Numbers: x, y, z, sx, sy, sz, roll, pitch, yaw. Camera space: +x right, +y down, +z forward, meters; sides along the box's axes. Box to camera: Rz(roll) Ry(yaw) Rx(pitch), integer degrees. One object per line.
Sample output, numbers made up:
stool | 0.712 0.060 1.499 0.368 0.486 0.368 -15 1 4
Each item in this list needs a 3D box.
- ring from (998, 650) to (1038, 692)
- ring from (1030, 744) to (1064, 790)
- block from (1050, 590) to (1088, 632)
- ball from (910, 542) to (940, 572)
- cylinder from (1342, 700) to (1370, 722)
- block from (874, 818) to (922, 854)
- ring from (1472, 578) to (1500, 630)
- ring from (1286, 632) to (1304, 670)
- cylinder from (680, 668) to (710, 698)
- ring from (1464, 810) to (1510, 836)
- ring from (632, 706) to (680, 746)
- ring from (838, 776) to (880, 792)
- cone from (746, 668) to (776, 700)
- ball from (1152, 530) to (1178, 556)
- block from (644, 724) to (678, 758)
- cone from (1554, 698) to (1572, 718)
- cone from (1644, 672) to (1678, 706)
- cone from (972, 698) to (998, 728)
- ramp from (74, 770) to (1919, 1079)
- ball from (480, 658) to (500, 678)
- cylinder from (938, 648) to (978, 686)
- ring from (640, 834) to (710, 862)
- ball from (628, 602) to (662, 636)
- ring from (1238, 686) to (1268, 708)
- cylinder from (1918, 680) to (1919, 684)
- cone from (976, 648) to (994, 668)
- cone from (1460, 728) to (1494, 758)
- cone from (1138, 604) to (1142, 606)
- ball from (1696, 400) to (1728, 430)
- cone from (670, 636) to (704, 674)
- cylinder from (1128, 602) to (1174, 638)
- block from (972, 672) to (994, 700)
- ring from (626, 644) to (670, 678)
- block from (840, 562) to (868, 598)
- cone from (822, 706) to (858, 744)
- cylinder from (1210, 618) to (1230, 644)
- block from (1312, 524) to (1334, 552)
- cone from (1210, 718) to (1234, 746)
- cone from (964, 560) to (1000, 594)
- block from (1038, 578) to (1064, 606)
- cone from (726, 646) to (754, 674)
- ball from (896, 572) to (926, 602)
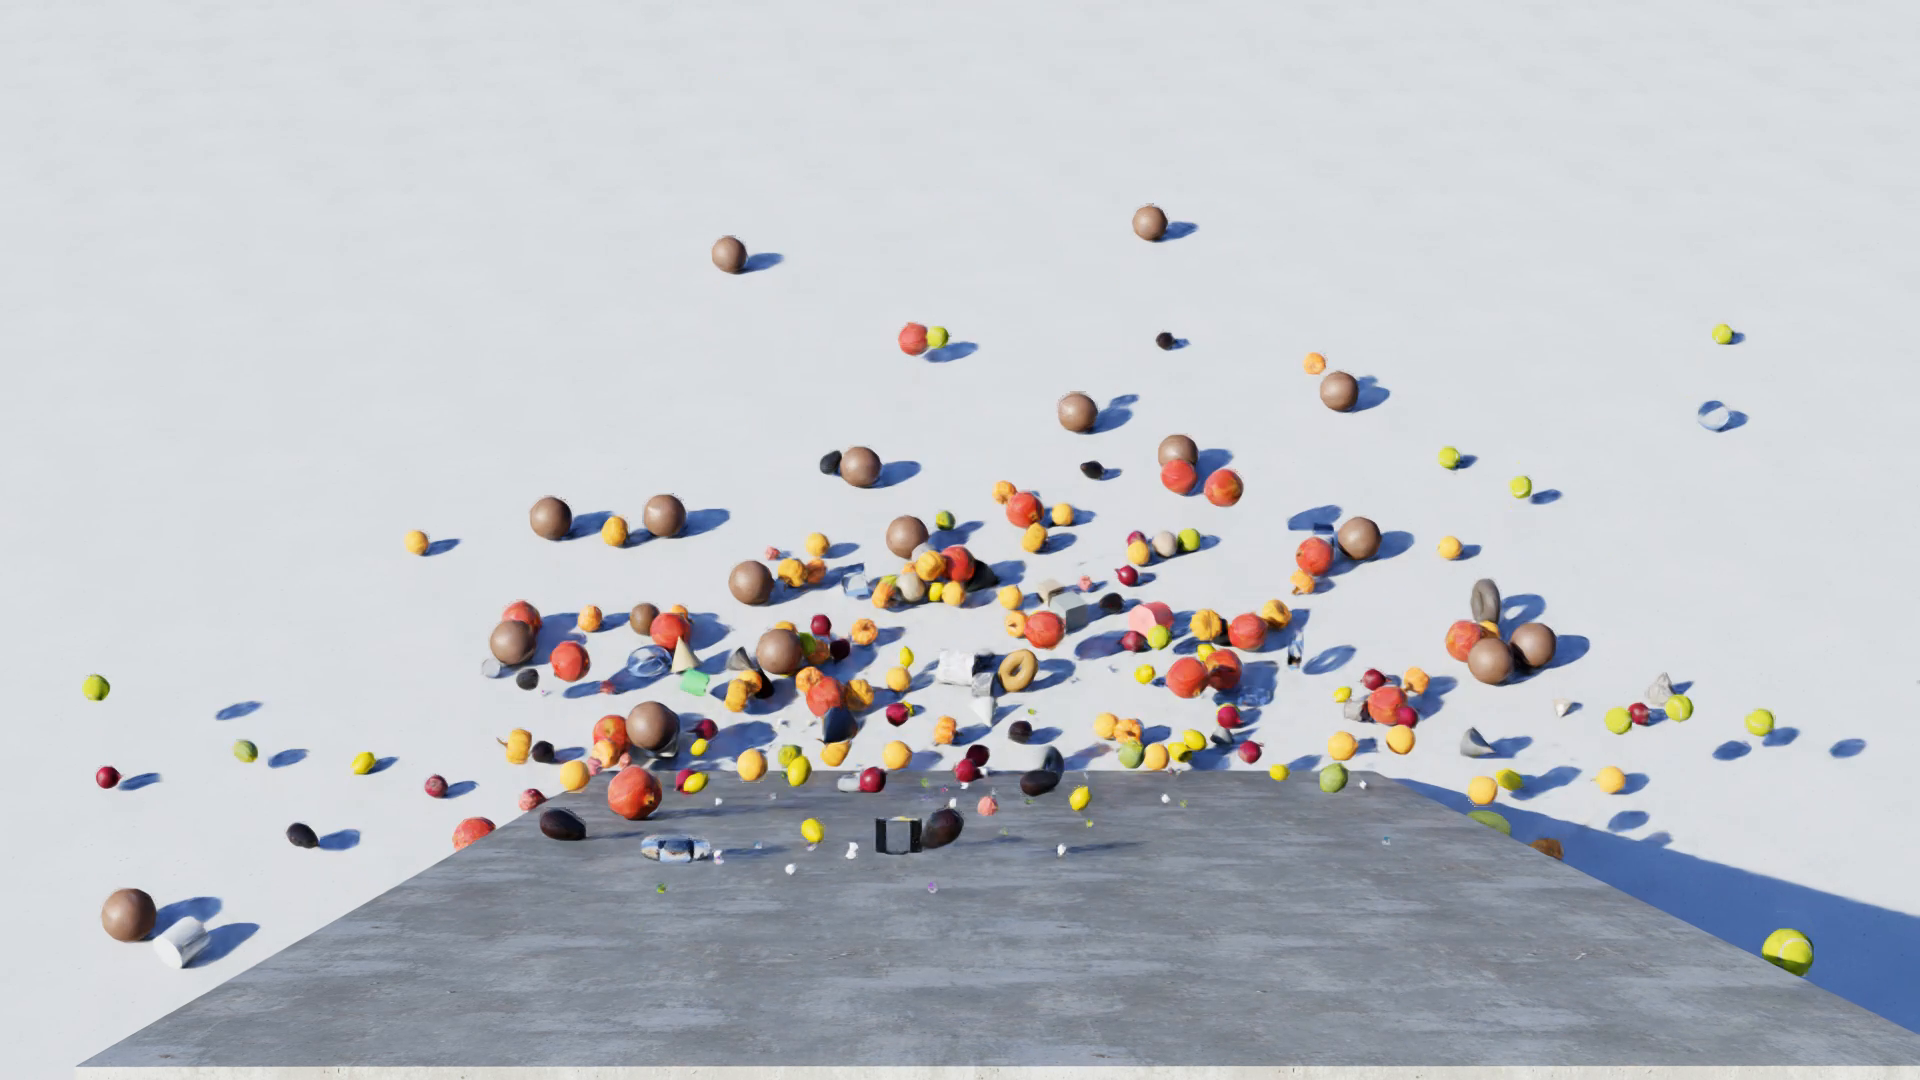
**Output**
ring | 0.160 0.361 7.164 0.130 0.043 0.130 -28 42 28
ring | 0.202 0.533 6.056 0.036 0.109 0.109 5 28 39
block | 0.313 0.205 7.433 0.076 0.076 0.076 -18 36 -27
ball | -0.101 0.052 7.659 0.088 0.088 0.088 0 32 0
cylinder | 1.073 0.461 7.015 0.054 0.054 0.054 6 30 35
block | -0.114 0.545 4.773 0.061 0.061 0.061 1 -1 -43
ring | 1.501 0.182 7.395 0.049 0.148 0.148 -2 32 -10
ring | 0.930 0.307 7.178 0.037 0.111 0.111 10 33 4
cylinder | -0.722 0.388 7.066 0.065 0.065 0.065 20 34 0
ring | 1.335 0.737 6.604 0.138 0.046 0.138 -1 28 0
ring | -0.817 0.504 6.963 0.131 0.044 0.131 -2 51 2
ring | -0.238 0.574 6.091 0.103 0.034 0.103 -1 -1 0
cone | -0.551 0.382 7.142 0.082 0.082 0.082 1 32 -1
ball | 0.614 0.012 7.744 0.078 0.078 0.078 0 32 0
block | -0.792 0.533 6.866 0.084 0.084 0.084 -1 -8 -1
cone | 1.637 0.467 7.061 0.052 0.052 0.052 13 61 20
cone | 1.932 0.394 7.113 0.092 0.092 0.092 0 32 0
cone | 0.074 0.479 7.031 0.078 0.078 0.078 -5 59 -8
ramp | 0.071 0.624 4.713 2.000 0.100 4.000 0 -1 0
ball | -1.305 0.357 7.208 0.055 0.055 0.055 0 32 0
cylinder | -0.006 0.352 7.178 0.094 0.094 0.094 4 32 8
ring | -0.511 0.553 4.654 0.126 0.042 0.126 1 -1 0
ball | -0.895 0.226 7.381 0.096 0.096 0.096 0 32 0
ring | 0.804 0.430 7.118 0.080 0.027 0.080 -1 33 0
cylinder | 2.683 0.397 7.142 0.054 0.054 0.054 -11 31 -17
cone | 0.068 0.341 7.247 0.055 0.055 0.055 3 46 4
cone | 1.380 0.548 6.853 0.083 0.083 0.083 -28 34 -37
cone | 0.524 0.221 7.455 0.052 0.052 0.052 8 57 13
ball | 2.439 -0.405 8.394 0.100 0.100 0.100 0 32 0
cone | -0.770 0.313 7.205 0.096 0.096 0.096 -13 -2 0
cylinder | 0.541 0.226 7.361 0.093 0.093 0.093 24 21 33
block | 0.062 0.403 7.136 0.054 0.054 0.054 6 32 9
ring | -0.872 0.338 7.244 0.124 0.041 0.124 -8 34 5
block | -0.306 0.117 7.536 0.068 0.068 0.068 -11 26 4
cone | -0.309 0.469 6.252 0.097 0.097 0.097 12 30 19
cylinder | 0.736 0.259 7.346 0.053 0.053 0.053 -2 57 -4
block | 1.091 -0.007 7.789 0.060 0.060 0.060 3 32 5
cone | 0.704 0.504 6.921 0.067 0.067 0.067 7 16 -2
cone | 0.047 0.126 7.591 0.098 0.098 0.098 -43 46 -13
block | 0.263 0.151 7.542 0.053 0.053 0.053 -21 37 -30
cone | -0.600 0.353 7.233 0.079 0.079 0.079 39 43 10
ball | -0.144 0.137 7.521 0.090 0.090 0.090 0 32 0
